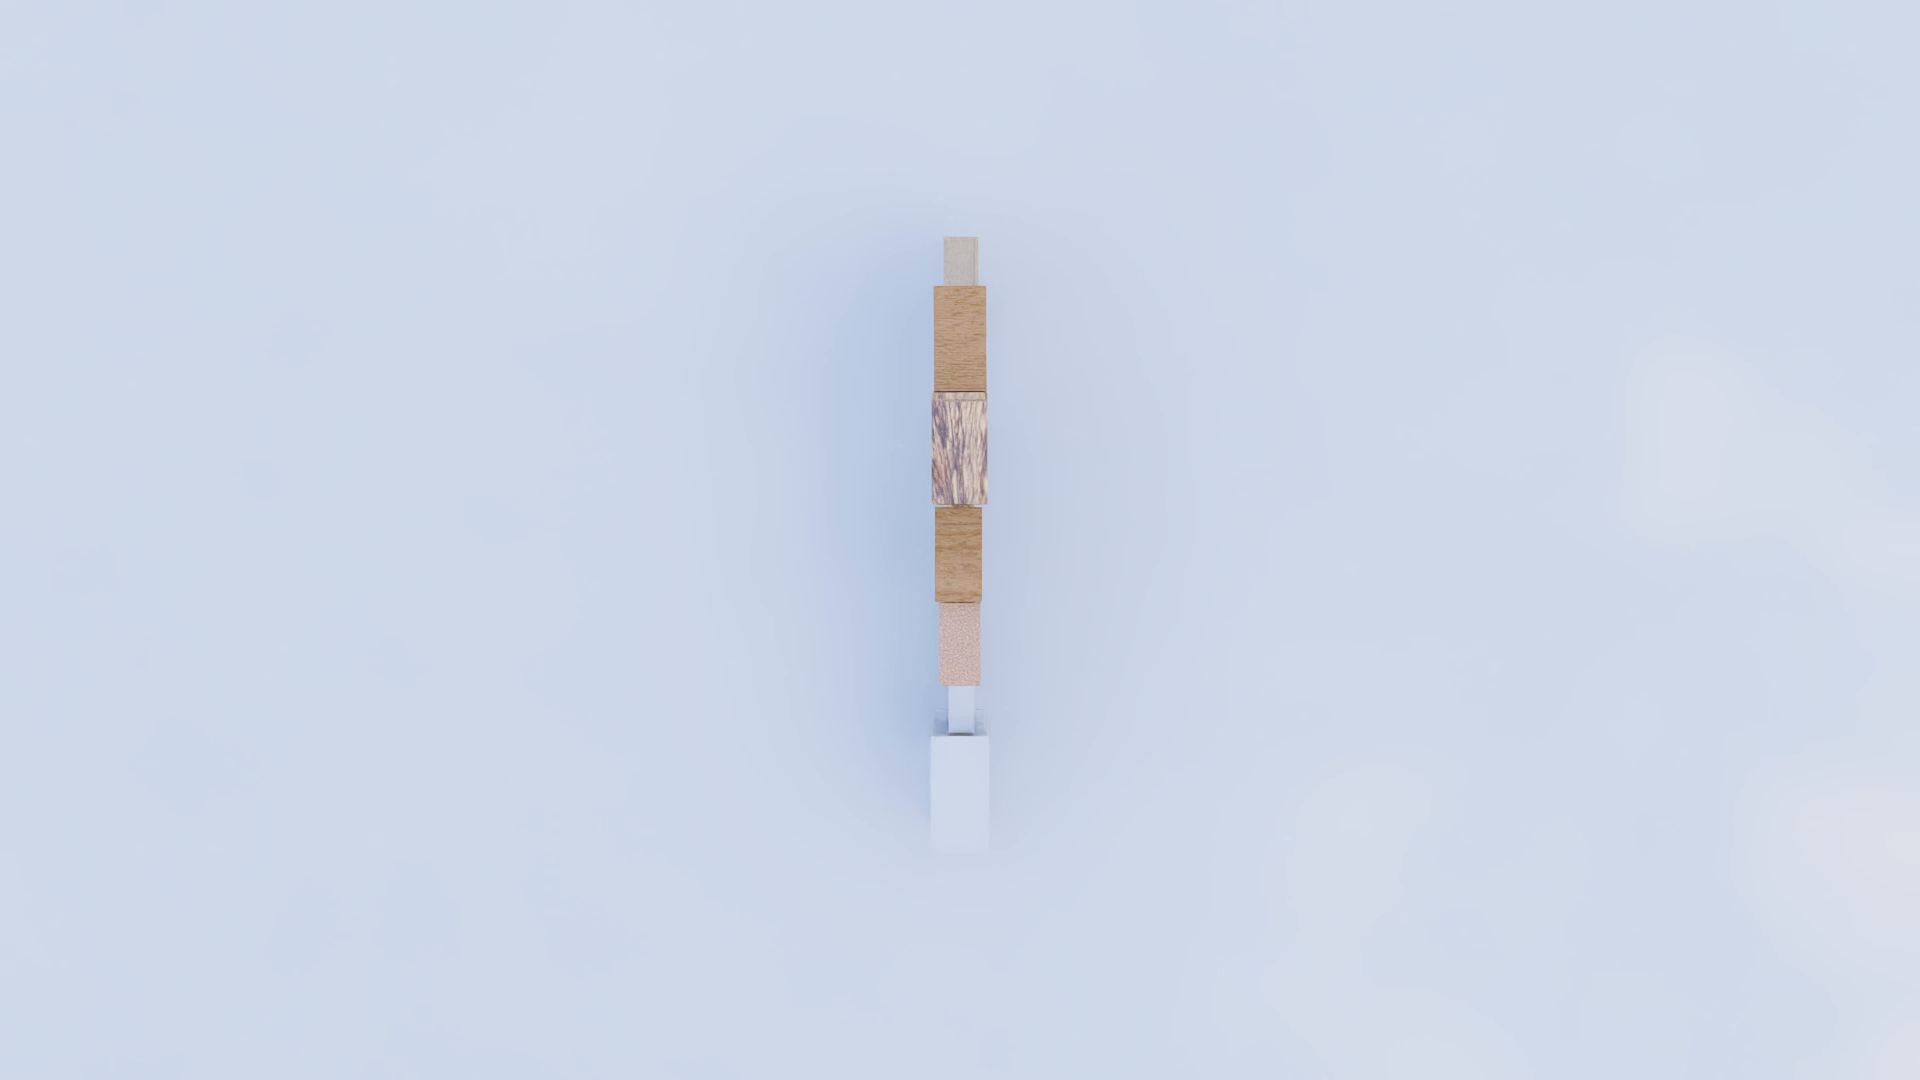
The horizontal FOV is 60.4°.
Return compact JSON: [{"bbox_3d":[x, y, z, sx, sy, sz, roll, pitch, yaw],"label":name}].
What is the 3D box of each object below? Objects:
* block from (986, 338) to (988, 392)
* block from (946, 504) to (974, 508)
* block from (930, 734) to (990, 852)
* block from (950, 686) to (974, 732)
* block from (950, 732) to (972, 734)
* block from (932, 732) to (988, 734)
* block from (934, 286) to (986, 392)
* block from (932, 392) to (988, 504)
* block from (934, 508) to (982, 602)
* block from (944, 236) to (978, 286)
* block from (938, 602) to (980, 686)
[{"bbox_3d":[0.003,-0.468,5.152,0.162,0.046,0.325,0,90,0],"label":"block"},{"bbox_3d":[0.000,-0.079,5.302,0.092,0.026,0.185,0,90,0],"label":"block"},{"bbox_3d":[0.000,0.786,5.115,0.180,0.051,0.359,0,90,0],"label":"block"},{"bbox_3d":[0.005,0.523,5.161,0.078,0.022,0.157,0,90,0],"label":"block"},{"bbox_3d":[0.003,0.555,5.339,0.075,0.021,0.150,0,90,0],"label":"block"},{"bbox_3d":[0.000,0.666,5.320,0.180,0.359,0.051,0,90,0],"label":"block"},{"bbox_3d":[0.000,-0.584,4.801,0.153,0.043,0.306,0,90,0],"label":"block"},{"bbox_3d":[-0.001,-0.265,4.783,0.162,0.046,0.323,0,90,0],"label":"block"},{"bbox_3d":[-0.005,0.043,4.952,0.141,0.040,0.283,0,90,0],"label":"block"},{"bbox_3d":[0.003,-0.854,5.261,0.112,0.032,0.223,0,90,0],"label":"block"},{"bbox_3d":[-0.001,0.315,4.987,0.125,0.035,0.250,0,90,0],"label":"block"}]
